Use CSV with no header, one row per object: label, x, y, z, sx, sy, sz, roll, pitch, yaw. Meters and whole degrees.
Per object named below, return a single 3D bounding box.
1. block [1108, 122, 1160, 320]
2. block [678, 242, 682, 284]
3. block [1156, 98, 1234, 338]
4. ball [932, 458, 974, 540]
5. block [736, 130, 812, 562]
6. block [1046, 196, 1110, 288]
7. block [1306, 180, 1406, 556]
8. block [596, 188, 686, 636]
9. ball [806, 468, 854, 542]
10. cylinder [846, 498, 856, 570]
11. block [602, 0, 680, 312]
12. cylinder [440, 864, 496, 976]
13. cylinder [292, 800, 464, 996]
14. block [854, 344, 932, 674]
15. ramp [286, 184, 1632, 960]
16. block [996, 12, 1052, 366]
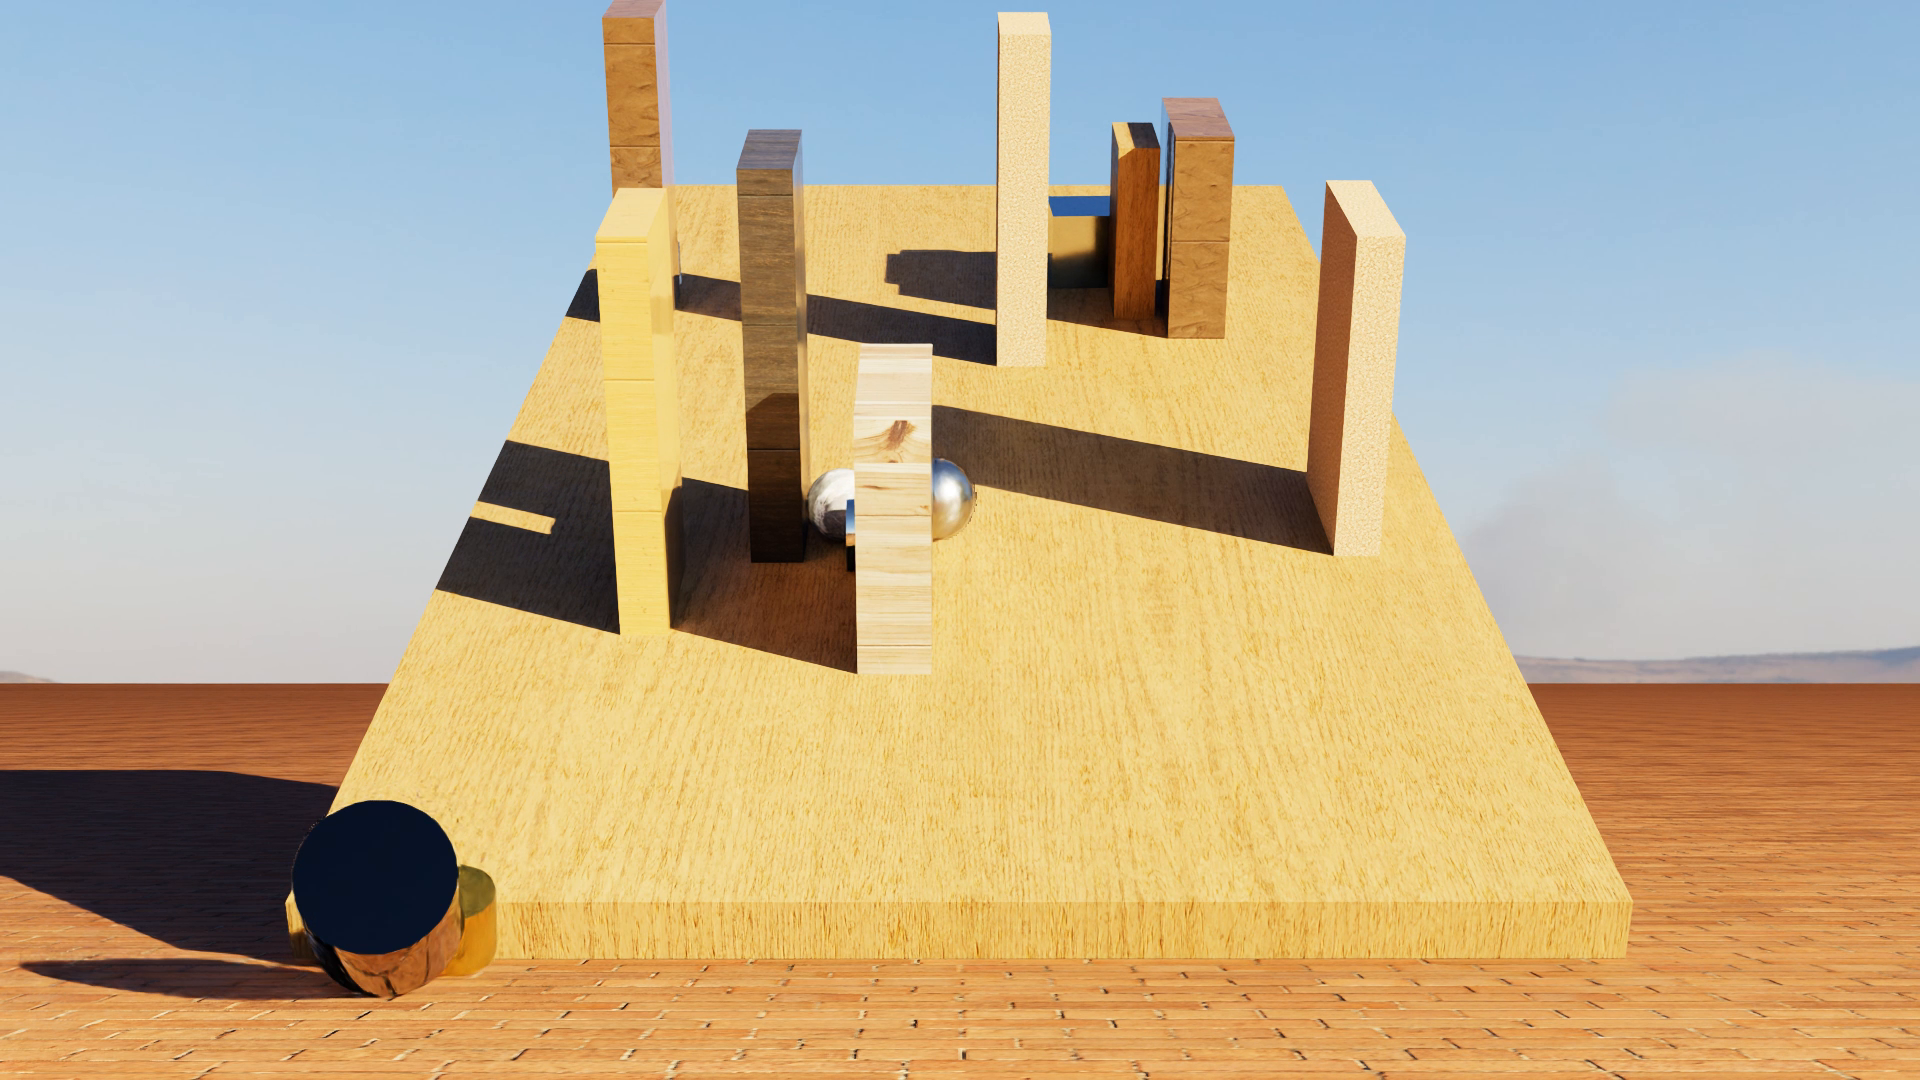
block,0.444,-0.819,5.961,0.103,0.446,0.265,0,24,0
block,-0.820,-0.727,6.154,0.116,0.116,0.116,12,27,25
block,0.588,-0.818,5.877,0.142,0.512,0.408,0,24,0
ball,-0.054,-0.083,4.646,0.164,0.164,0.164,0,-3,0
block,-0.358,-0.376,4.535,0.103,0.789,0.297,0,24,0
block,0.337,-0.798,6.219,0.197,0.197,0.197,-1,24,-3
block,0.784,-0.347,4.642,0.090,0.653,0.395,0,24,0
block,-0.579,-0.233,4.253,0.088,0.756,0.308,0,24,0
ball,-0.234,-0.071,4.640,0.146,0.146,0.146,0,-3,0
cylinder,-0.149,-0.011,4.513,0.141,0.141,0.141,0,-3,-1
block,-0.795,-0.946,5.832,0.124,0.777,0.254,0,24,0
cylinder,-0.715,0.540,3.300,0.111,0.111,0.111,5,35,-3
cylinder,-0.753,0.468,3.027,0.204,0.204,0.204,1,-26,-9
block,-0.116,-0.061,4.202,0.131,0.484,0.387,0,24,0
ramp,-0.008,-0.228,5.299,2.000,0.100,4.000,0,24,0
block,0.148,-0.835,5.559,0.116,0.799,0.255,0,24,0
